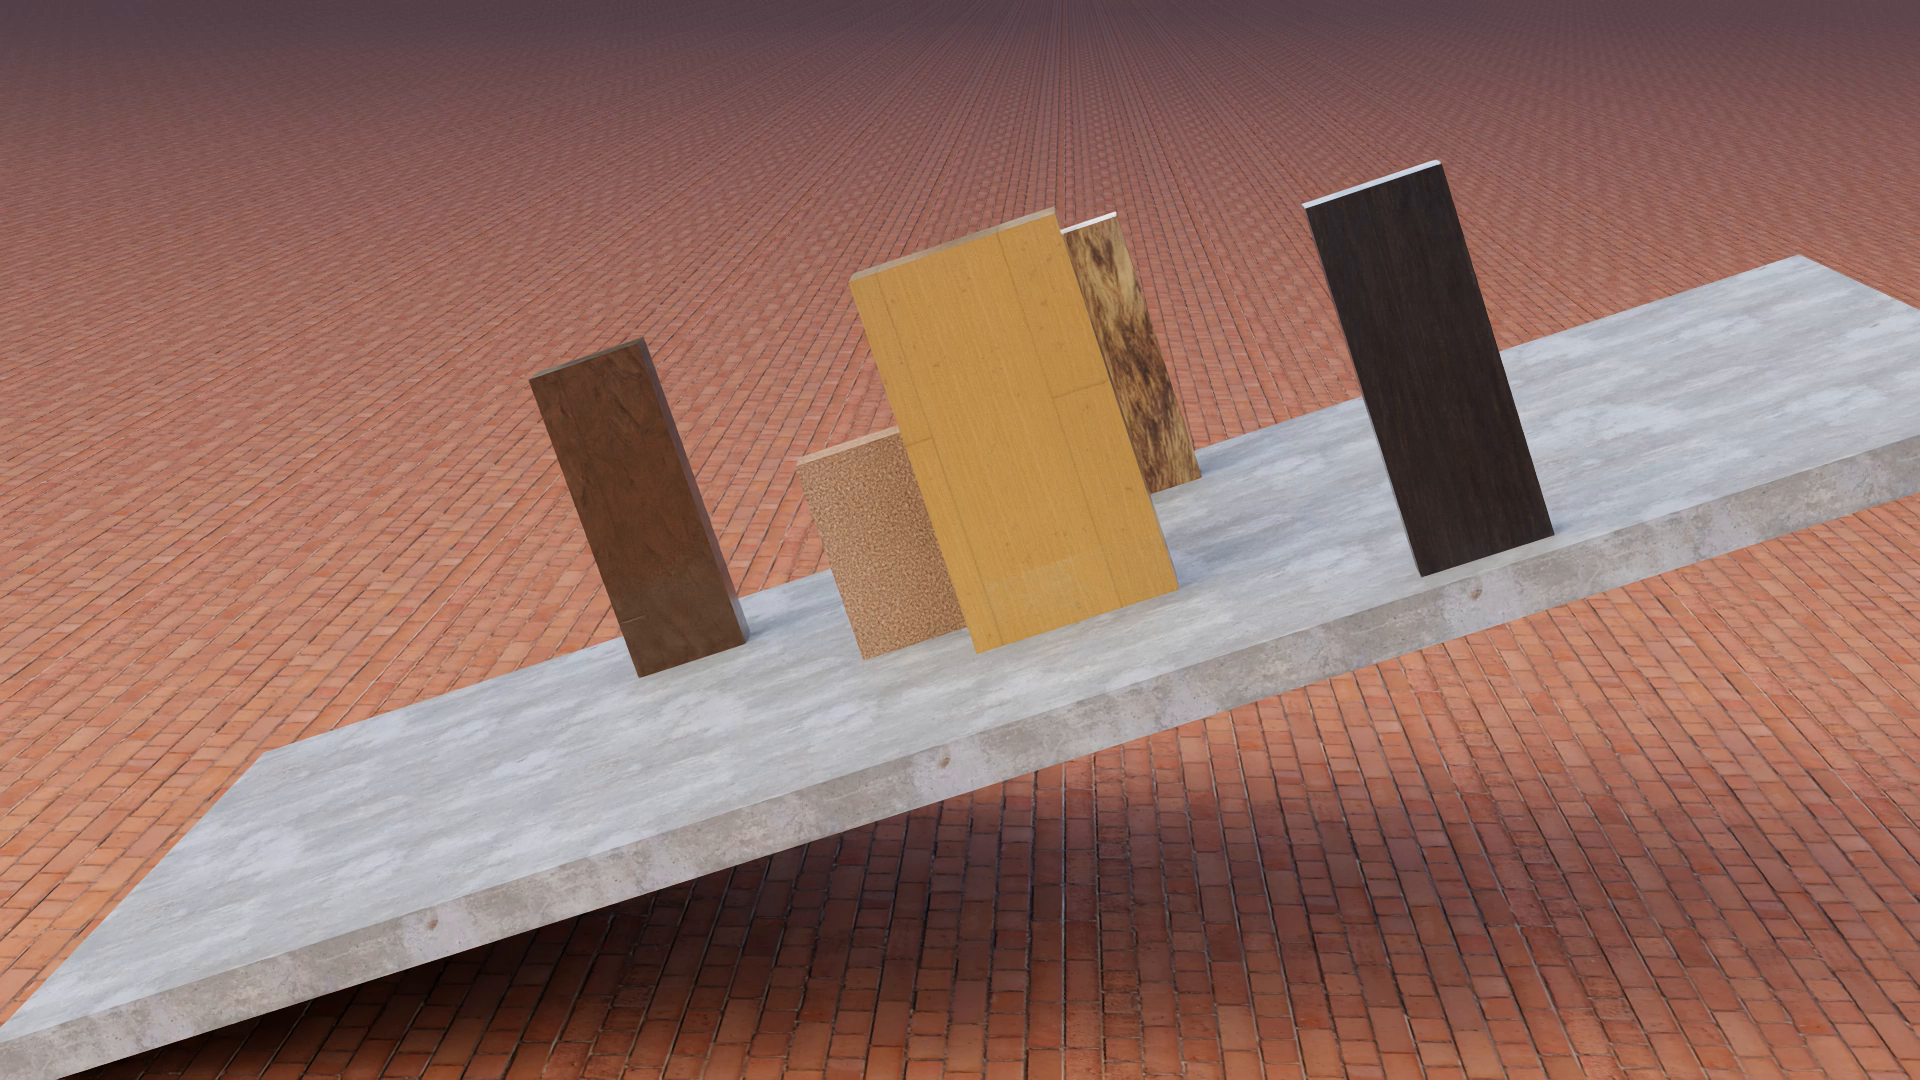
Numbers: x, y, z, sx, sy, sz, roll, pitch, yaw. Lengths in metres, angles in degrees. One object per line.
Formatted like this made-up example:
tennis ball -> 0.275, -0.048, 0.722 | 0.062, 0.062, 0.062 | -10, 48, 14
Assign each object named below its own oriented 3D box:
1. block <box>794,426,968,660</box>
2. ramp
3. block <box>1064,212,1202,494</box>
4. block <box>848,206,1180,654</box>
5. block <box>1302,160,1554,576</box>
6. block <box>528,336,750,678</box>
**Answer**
block -> -0.078, -0.023, 6.195 | 0.410, 0.438, 0.107 | -18, 11, 6
ramp -> 0.106, 0.181, 6.306 | 4.000, 0.100, 2.000 | -18, 11, 6
block -> 0.296, -0.401, 6.885 | 0.356, 0.644, 0.106 | -18, 11, 6
block -> 0.112, -0.219, 5.894 | 0.426, 0.791, 0.147 | -18, 11, 6
block -> 0.844, -0.306, 5.300 | 0.251, 0.705, 0.081 | -18, 11, 6
block -> -0.734, -0.073, 6.775 | 0.263, 0.735, 0.109 | -18, 11, 6
